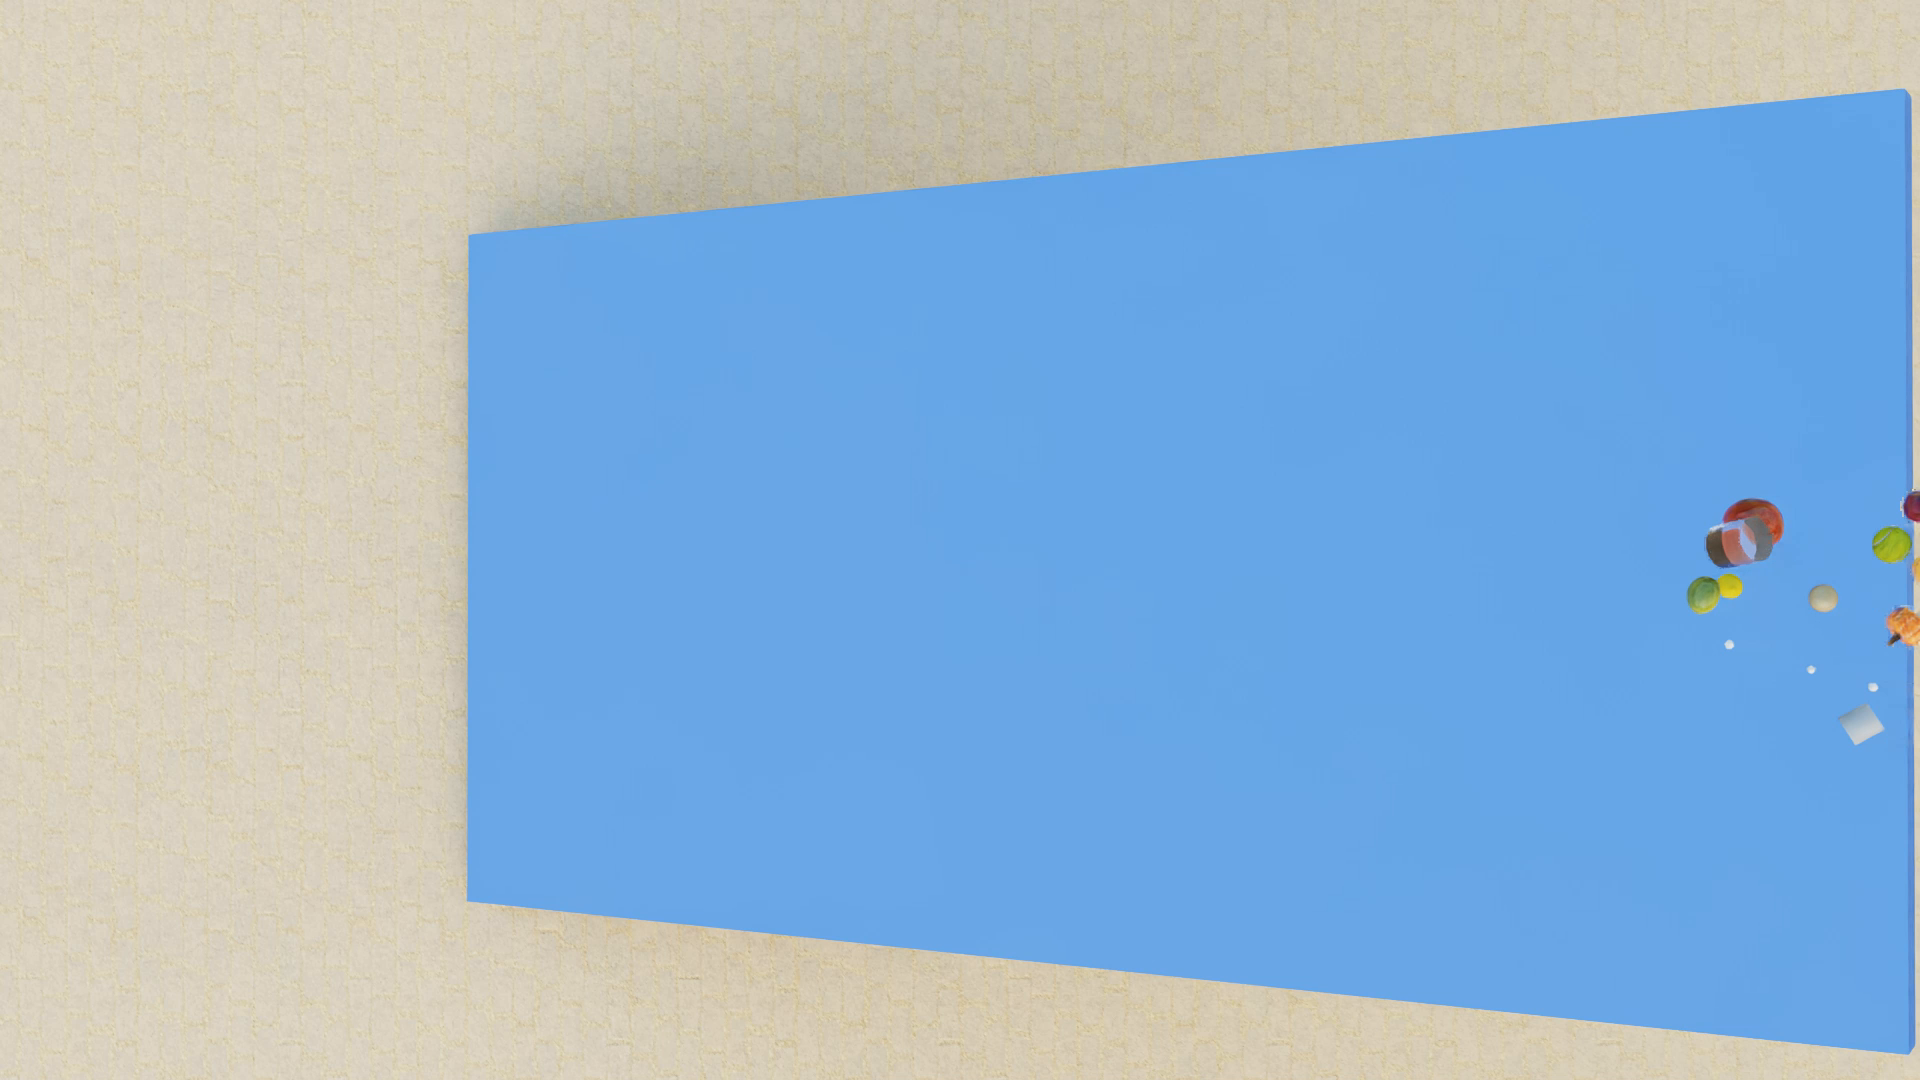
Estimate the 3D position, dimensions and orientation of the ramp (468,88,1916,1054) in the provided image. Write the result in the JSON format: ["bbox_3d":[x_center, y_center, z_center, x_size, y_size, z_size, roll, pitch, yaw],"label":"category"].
[{"bbox_3d":[0.267,0.073,5.617,4.000,0.100,2.000,0,89,31],"label":"ramp"}]

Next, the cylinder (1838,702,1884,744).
[{"bbox_3d":[1.634,0.333,3.988,0.057,0.057,0.057,-34,90,17],"label":"cylinder"}]

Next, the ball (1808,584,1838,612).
[{"bbox_3d":[1.624,0.110,4.135,0.054,0.054,0.054,0,89,0],"label":"ball"}]

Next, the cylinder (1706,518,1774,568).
[{"bbox_3d":[1.484,0.006,4.188,0.086,0.086,0.086,5,78,-26],"label":"cylinder"}]
